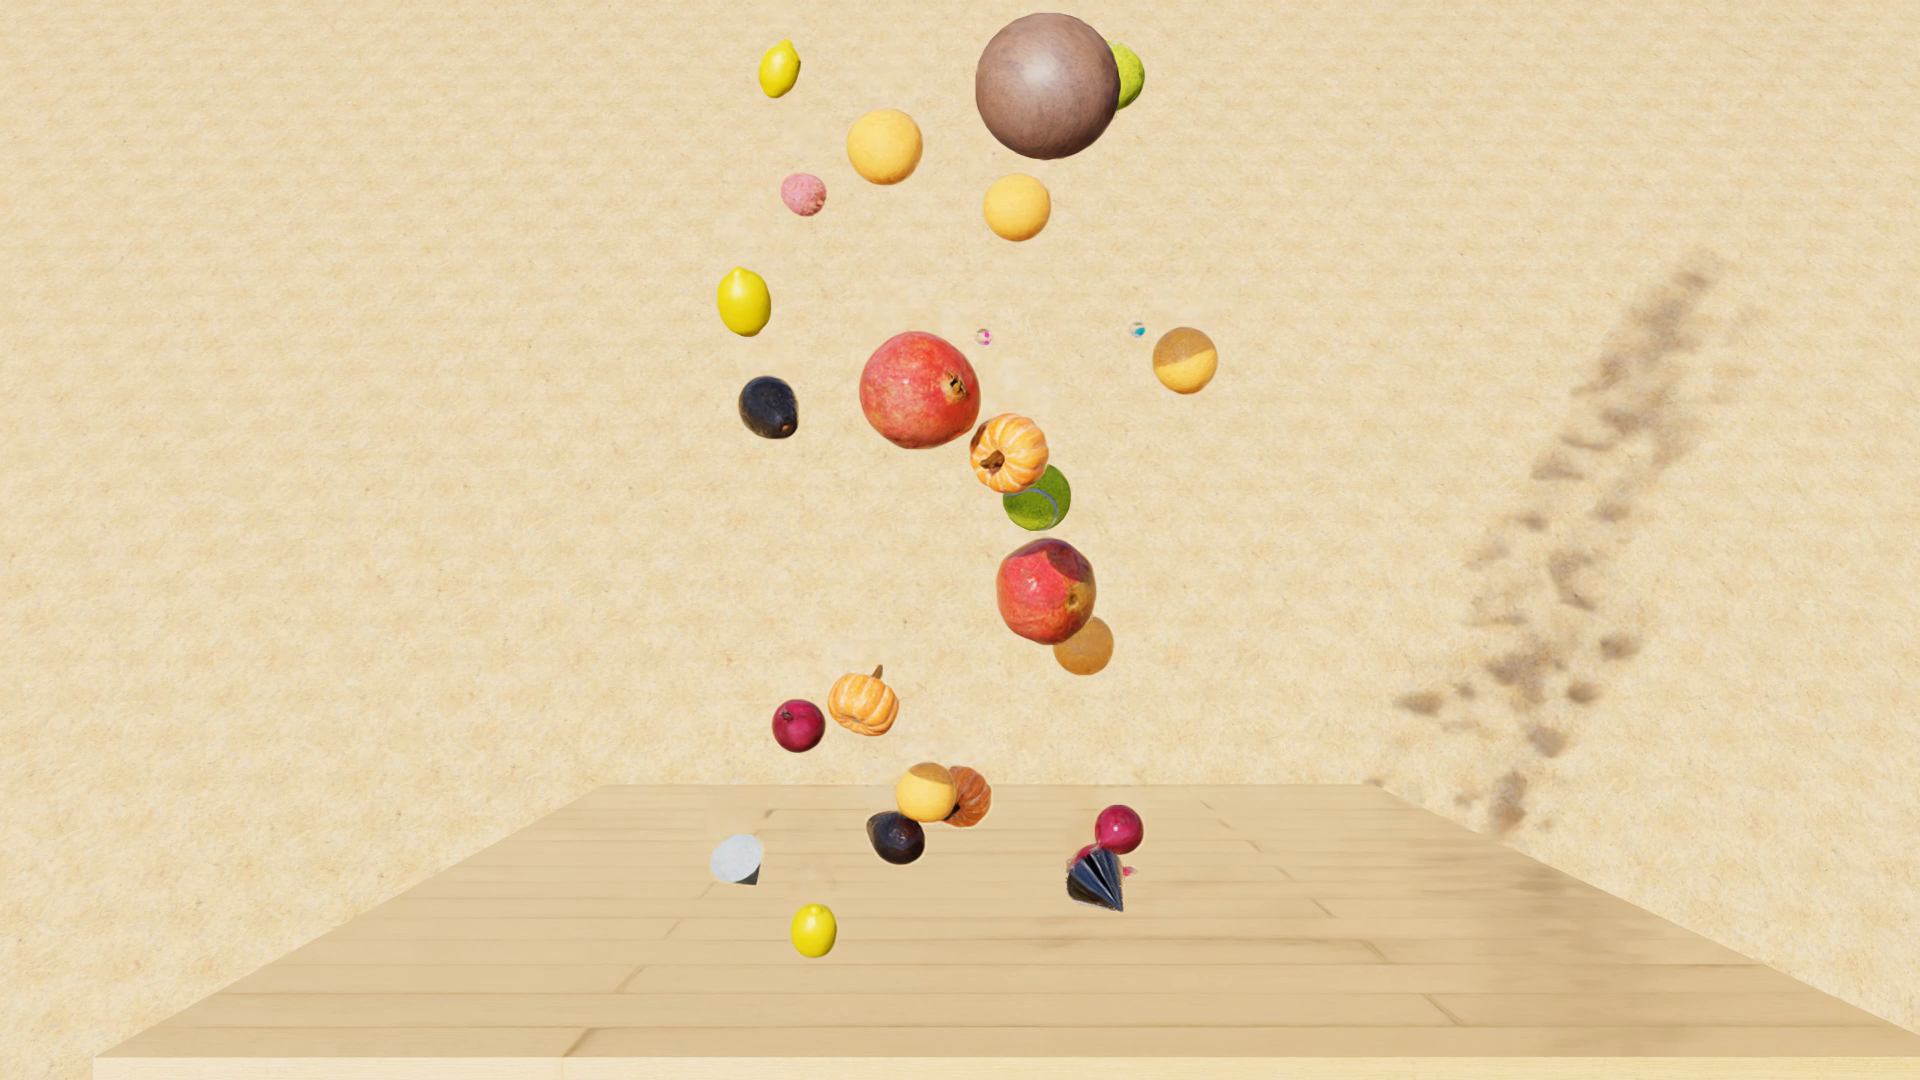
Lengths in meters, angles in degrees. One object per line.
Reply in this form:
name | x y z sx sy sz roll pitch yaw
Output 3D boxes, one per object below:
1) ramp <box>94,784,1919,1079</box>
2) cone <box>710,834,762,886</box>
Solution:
ramp | 0.074 0.645 4.768 2.000 0.100 4.000 0 -1 0
cone | -0.231 0.359 2.807 0.059 0.059 0.059 -11 50 13
